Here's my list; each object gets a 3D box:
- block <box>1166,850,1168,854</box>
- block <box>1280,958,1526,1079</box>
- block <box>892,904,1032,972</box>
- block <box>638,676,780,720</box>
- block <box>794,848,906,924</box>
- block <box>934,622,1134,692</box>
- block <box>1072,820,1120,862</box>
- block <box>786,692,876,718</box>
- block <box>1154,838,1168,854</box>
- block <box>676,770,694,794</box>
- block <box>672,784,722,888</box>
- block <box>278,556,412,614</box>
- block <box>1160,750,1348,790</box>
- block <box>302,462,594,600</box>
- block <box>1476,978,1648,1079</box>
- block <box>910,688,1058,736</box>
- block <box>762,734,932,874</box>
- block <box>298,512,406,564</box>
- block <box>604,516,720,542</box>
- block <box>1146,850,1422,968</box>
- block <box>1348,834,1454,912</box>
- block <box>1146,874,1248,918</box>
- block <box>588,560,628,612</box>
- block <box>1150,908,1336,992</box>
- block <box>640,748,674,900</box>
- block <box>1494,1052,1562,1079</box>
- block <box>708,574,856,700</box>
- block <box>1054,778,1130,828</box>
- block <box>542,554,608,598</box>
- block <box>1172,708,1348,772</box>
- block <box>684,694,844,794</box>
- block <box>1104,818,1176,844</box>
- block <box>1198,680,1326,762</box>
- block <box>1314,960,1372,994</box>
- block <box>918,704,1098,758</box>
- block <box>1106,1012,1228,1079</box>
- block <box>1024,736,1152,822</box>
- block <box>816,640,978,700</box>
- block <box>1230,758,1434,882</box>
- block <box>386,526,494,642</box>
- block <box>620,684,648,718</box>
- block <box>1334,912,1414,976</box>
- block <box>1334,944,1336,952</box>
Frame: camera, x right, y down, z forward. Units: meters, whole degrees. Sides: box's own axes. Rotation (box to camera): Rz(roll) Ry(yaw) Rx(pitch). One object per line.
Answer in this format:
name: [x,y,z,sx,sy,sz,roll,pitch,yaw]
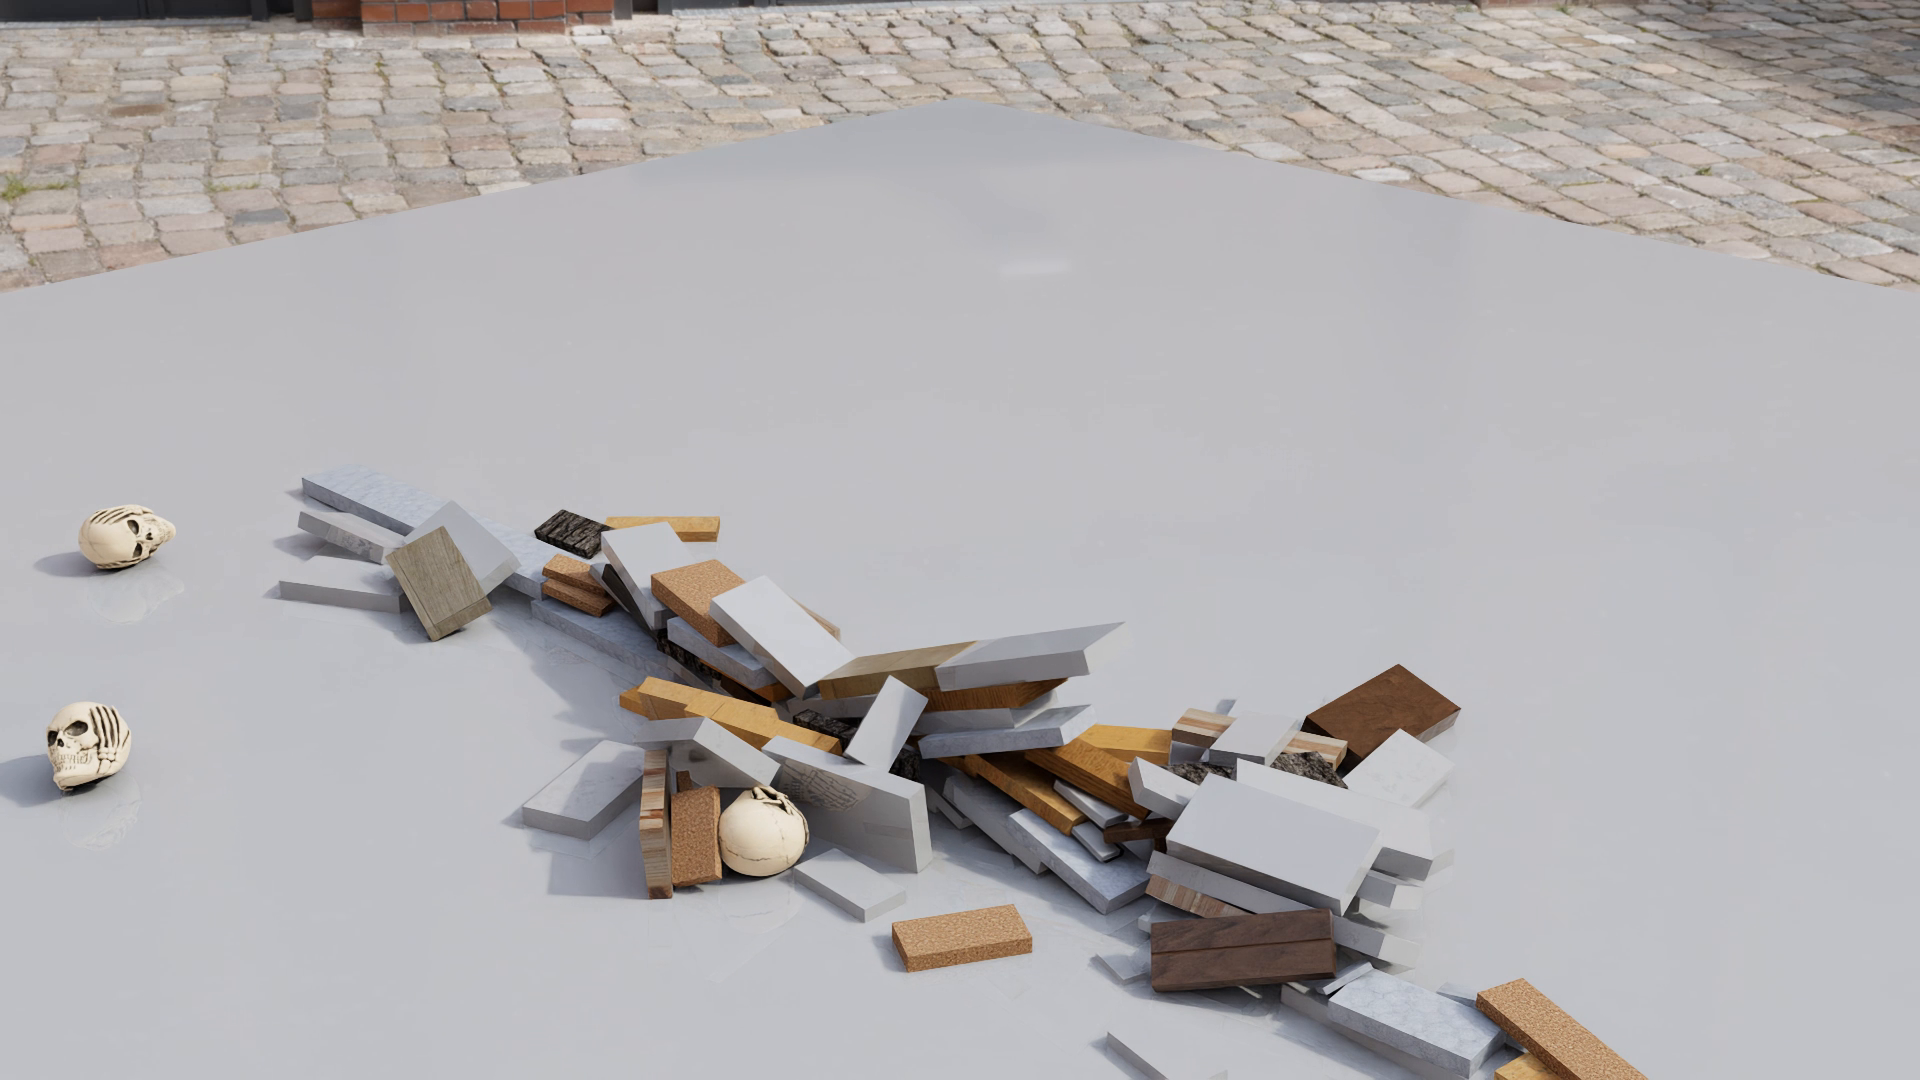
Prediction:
block: [0.555,0.624,4.123,0.304,0.043,0.152,16,-6,36]
block: [0.762,0.835,3.744,0.133,0.038,0.438,-21,30,-40]
block: [0.003,0.725,4.010,0.233,0.033,0.117,-6,24,-15]
block: [-0.515,0.390,4.631,0.319,0.160,0.045,12,49,26]
block: [-0.210,0.655,4.179,0.103,0.029,0.207,-20,30,-39]
block: [0.143,0.227,4.278,0.348,0.049,0.174,-9,11,35]
block: [0.258,0.574,4.189,0.046,0.013,0.092,-15,42,-35]
block: [-0.205,0.324,4.577,0.299,0.042,0.149,-7,12,44]
block: [0.396,0.614,4.238,0.046,0.013,0.233,43,17,-10]
block: [-0.539,0.543,4.364,0.026,0.092,0.184,-5,24,-12]
block: [-0.506,0.568,4.218,0.092,0.026,0.184,-14,59,16]
block: [-1.492,0.109,5.444,0.330,0.047,0.165,7,24,15]
block: [0.578,0.495,4.389,0.347,0.049,0.174,-4,19,-11]
block: [-1.352,-0.035,5.730,0.165,0.047,1.137,-21,29,-40]
block: [1.044,0.872,3.490,0.098,0.028,0.569,-11,27,-26]
block: [0.006,0.340,4.391,0.367,0.042,0.149,-8,12,40]
block: [-0.223,0.516,4.308,0.358,0.179,0.051,15,36,31]
block: [-1.531,-0.006,5.656,0.365,0.043,0.153,19,10,37]
block: [-0.786,-0.028,5.790,0.298,0.029,0.103,0,23,0]
block: [0.582,0.668,3.992,0.496,0.043,0.152,15,-6,39]
block: [0.810,0.625,4.238,0.274,0.039,0.137,-18,29,-35]
block: [0.481,0.684,4.006,0.266,0.038,0.133,18,-9,36]
block: [-0.808,0.110,5.267,0.163,0.023,0.081,42,33,28]
block: [0.494,0.718,3.849,0.319,0.033,0.117,-8,58,17]
block: [-0.585,0.548,4.269,0.043,0.153,0.307,-6,23,-3]
block: [1.220,1.025,3.247,0.137,0.039,0.979,-17,31,-35]
block: [-0.377,0.206,4.682,0.307,0.043,0.153,40,44,26]
block: [0.253,0.500,4.232,0.070,0.020,0.140,-13,38,-43]
block: [-0.914,0.085,5.300,0.163,0.023,0.081,19,28,8]
block: [0.626,0.421,4.606,0.350,0.029,0.104,11,25,24]
block: [-0.388,0.441,4.483,0.358,0.179,0.051,14,44,30]
block: [0.345,0.549,4.168,0.139,0.020,0.070,-8,7,11]
block: [0.629,0.441,4.659,0.174,0.049,0.512,9,25,20]
block: [0.663,0.755,3.799,0.095,0.014,0.048,-27,-2,-10]
block: [0.091,0.374,4.289,0.336,0.037,0.130,-9,11,35]
block: [0.346,0.866,3.685,0.098,0.028,0.196,-15,27,-32]
block: [0.266,0.451,4.273,0.260,0.037,0.130,27,19,14]
block: [-0.124,0.268,4.506,0.307,0.043,0.153,-10,11,33]
block: [0.708,0.535,4.217,0.384,0.049,0.174,16,25,1]
block: [-1.258,0.102,5.305,0.160,0.045,0.320,-30,44,-13]
block: [-0.643,0.366,4.861,0.207,0.029,0.103,17,29,35]
block: [0.743,0.737,3.994,0.082,0.023,0.165,-11,25,-25]
block: [0.634,0.734,4.013,0.048,0.014,0.095,-19,29,-37]
